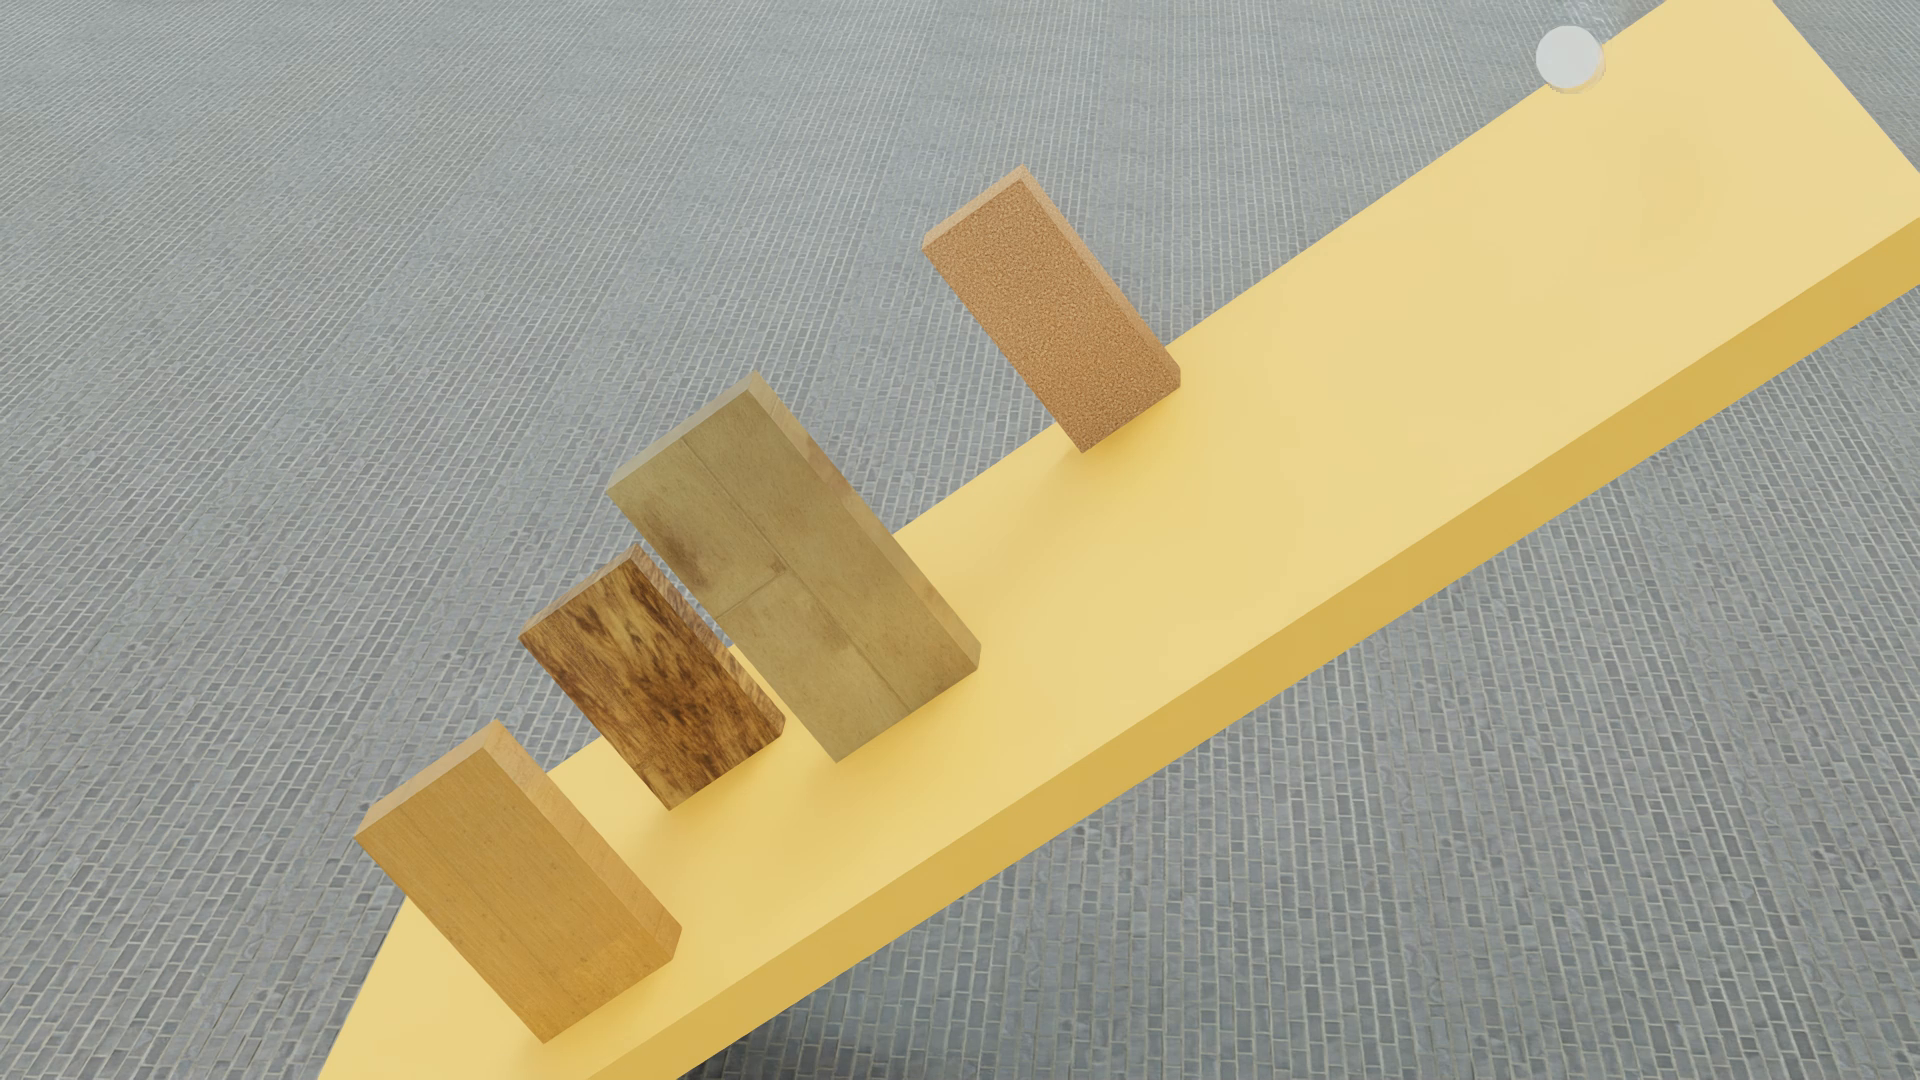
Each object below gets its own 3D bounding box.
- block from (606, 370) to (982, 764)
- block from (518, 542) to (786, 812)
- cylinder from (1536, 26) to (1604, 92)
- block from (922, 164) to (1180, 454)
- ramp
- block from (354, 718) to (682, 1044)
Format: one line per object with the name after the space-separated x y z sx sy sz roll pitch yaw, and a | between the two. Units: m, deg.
-0.339 0.061 6.104 0.377 0.762 0.121 -34 16 17 | block
-0.692 0.312 6.630 0.331 0.535 0.089 -34 16 17 | block
1.201 -0.946 5.787 0.122 0.122 0.122 7 6 17 | cylinder
0.214 -0.530 6.781 0.282 0.614 0.126 -34 16 17 | block
0.128 0.179 6.323 4.000 0.100 2.000 -34 16 17 | ramp
-0.884 0.690 5.916 0.345 0.584 0.127 -34 16 17 | block
